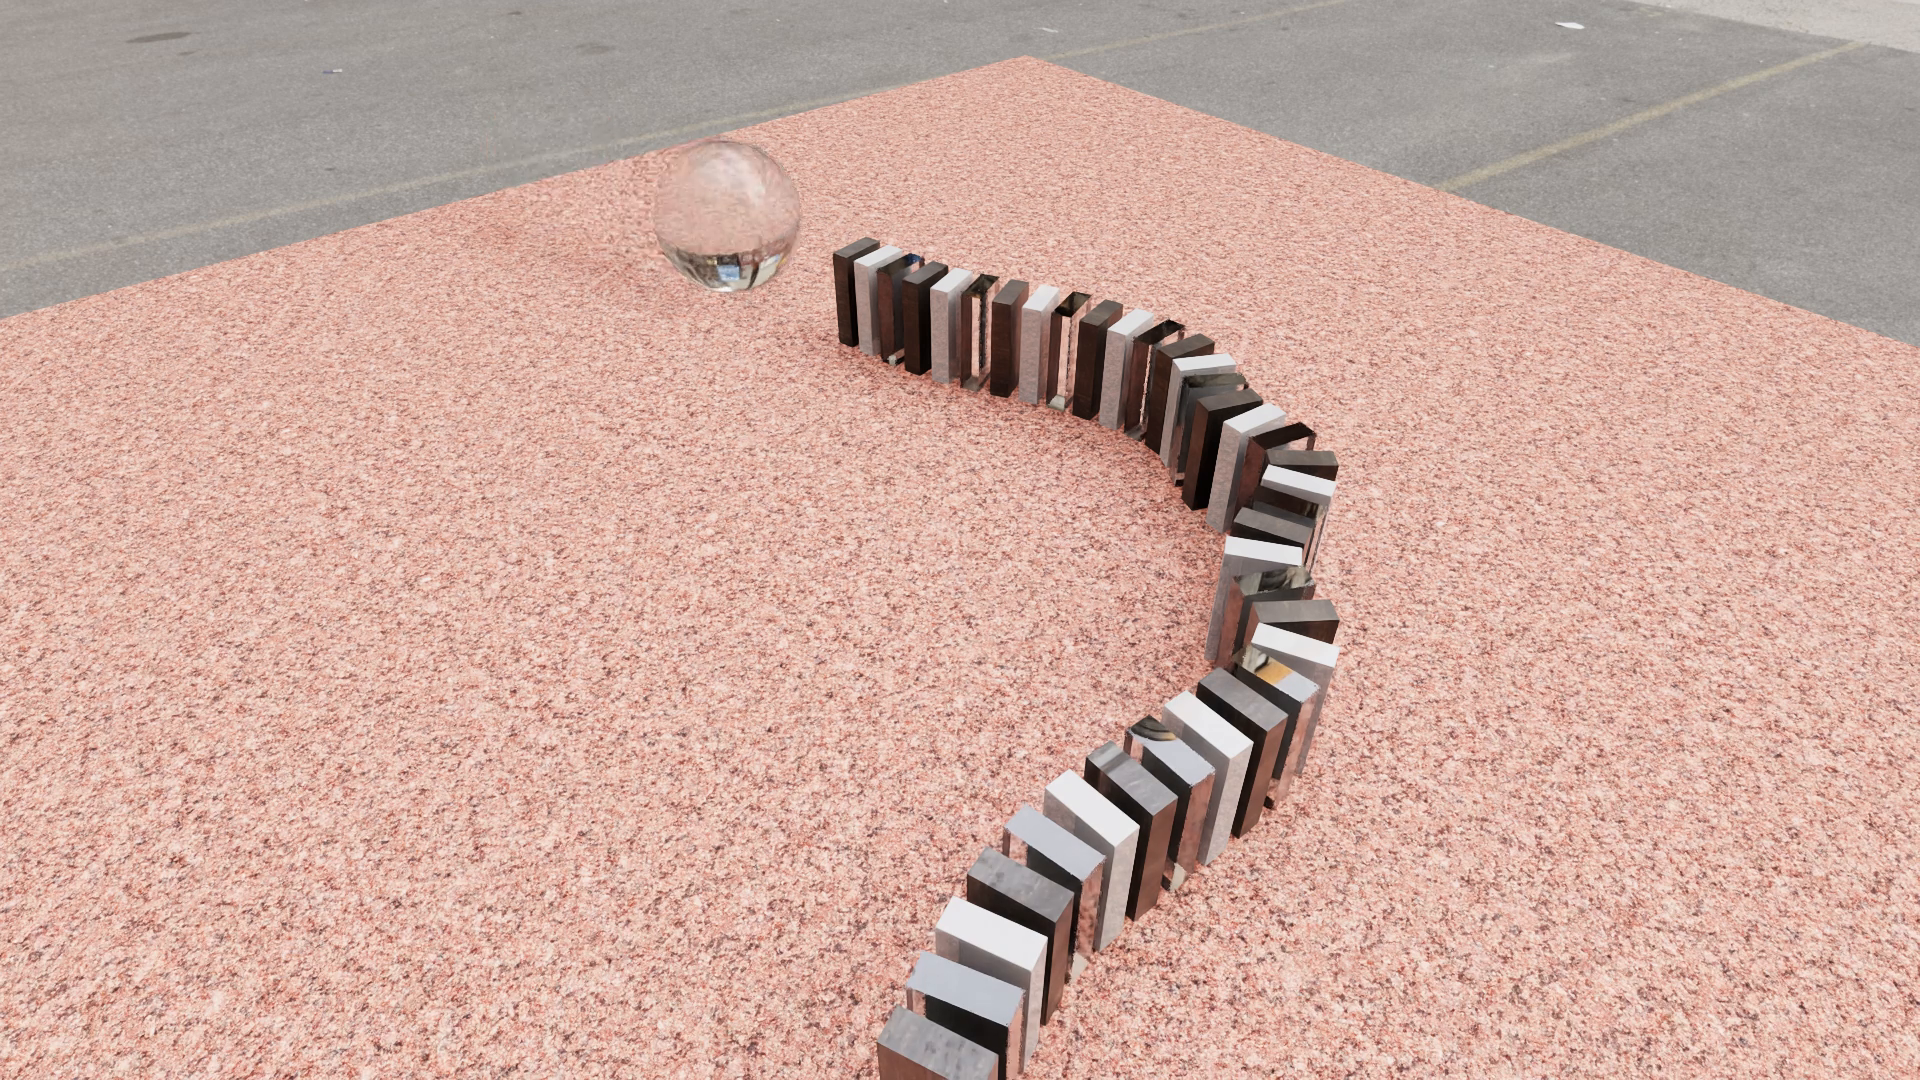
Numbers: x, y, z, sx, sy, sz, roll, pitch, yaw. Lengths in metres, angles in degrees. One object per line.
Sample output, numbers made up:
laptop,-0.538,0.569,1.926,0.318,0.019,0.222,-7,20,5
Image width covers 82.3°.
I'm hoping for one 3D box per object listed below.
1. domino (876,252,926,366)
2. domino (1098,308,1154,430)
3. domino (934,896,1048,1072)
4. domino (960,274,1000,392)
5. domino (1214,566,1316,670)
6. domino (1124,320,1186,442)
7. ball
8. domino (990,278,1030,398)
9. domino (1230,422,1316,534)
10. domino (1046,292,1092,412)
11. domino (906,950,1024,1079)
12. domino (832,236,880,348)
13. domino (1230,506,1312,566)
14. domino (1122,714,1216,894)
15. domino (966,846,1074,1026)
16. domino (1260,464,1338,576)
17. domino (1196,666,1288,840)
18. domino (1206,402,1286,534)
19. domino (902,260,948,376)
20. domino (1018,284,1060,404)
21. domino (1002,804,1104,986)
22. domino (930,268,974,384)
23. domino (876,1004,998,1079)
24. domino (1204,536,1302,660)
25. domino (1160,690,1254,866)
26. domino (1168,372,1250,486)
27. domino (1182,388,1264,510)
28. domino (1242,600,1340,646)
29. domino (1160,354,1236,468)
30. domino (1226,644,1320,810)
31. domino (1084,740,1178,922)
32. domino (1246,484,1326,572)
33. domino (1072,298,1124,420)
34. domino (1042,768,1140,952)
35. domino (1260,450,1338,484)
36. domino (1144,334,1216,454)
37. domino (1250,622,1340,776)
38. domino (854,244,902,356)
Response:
domino,-0.029,-0.115,0.552,0.010,0.050,0.025,27,46,29
domino,0.077,-0.078,0.507,0.009,0.050,0.025,26,46,28
domino,0.007,0.112,0.275,0.025,0.050,0.010,18,42,20
domino,0.010,-0.100,0.534,0.009,0.050,0.025,15,42,18
domino,0.102,0.032,0.372,0.025,0.050,0.009,-8,40,-10
domino,0.088,-0.072,0.499,0.009,0.050,0.025,32,49,33
ball,-0.128,-0.177,0.604,0.080,0.080,0.080,0,39,0
domino,0.024,-0.097,0.530,0.010,0.050,0.025,15,42,17
domino,0.124,-0.021,0.437,0.025,0.050,0.010,-17,42,-20
domino,0.051,-0.089,0.520,0.009,0.050,0.025,19,43,22
domino,0.001,0.120,0.264,0.025,0.050,0.009,15,42,18
domino,-0.052,-0.128,0.567,0.010,0.050,0.025,27,46,29
domino,0.108,0.014,0.394,0.025,0.050,0.010,20,43,22
domino,0.058,0.077,0.318,0.009,0.050,0.025,-26,46,-28
domino,0.015,0.103,0.285,0.025,0.050,0.009,22,44,25
domino,0.123,-0.002,0.414,0.025,0.050,0.009,17,42,20
domino,0.081,0.065,0.332,0.009,0.050,0.025,-28,47,-30
domino,0.116,-0.029,0.446,0.025,0.050,0.010,-23,45,-26
domino,-0.017,-0.110,0.545,0.009,0.050,0.025,24,45,26
domino,0.038,-0.093,0.525,0.009,0.050,0.025,15,42,18
domino,0.024,0.096,0.295,0.025,0.050,0.009,28,47,30
domino,-0.004,-0.105,0.539,0.010,0.050,0.025,19,43,22
domino,-0.005,0.129,0.254,0.025,0.050,0.009,18,43,21
domino,0.101,0.023,0.384,0.025,0.050,0.010,10,40,11
domino,0.070,0.071,0.325,0.010,0.050,0.025,-27,46,-29
domino,0.105,-0.046,0.468,0.025,0.050,0.010,-4,40,-5
domino,0.108,-0.037,0.457,0.025,0.050,0.010,-13,41,-15
domino,0.105,0.042,0.361,0.025,0.050,0.009,-2,39,-3
domino,0.103,-0.056,0.480,0.025,0.050,0.009,-8,40,-9
domino,0.093,0.058,0.340,0.025,0.050,0.009,32,49,33
domino,0.046,0.083,0.310,0.010,0.050,0.025,-27,46,-29
domino,0.116,0.006,0.404,0.025,0.050,0.010,21,44,24
domino,0.064,-0.084,0.514,0.009,0.050,0.025,23,44,25
domino,0.034,0.089,0.303,0.009,0.050,0.025,-30,48,-31
domino,0.128,-0.011,0.425,0.025,0.050,0.009,1,39,1
domino,0.098,-0.065,0.491,0.025,0.050,0.009,-23,44,-25
domino,0.102,0.051,0.349,0.025,0.050,0.009,17,42,20
domino,-0.040,-0.122,0.560,0.010,0.050,0.025,28,47,30
